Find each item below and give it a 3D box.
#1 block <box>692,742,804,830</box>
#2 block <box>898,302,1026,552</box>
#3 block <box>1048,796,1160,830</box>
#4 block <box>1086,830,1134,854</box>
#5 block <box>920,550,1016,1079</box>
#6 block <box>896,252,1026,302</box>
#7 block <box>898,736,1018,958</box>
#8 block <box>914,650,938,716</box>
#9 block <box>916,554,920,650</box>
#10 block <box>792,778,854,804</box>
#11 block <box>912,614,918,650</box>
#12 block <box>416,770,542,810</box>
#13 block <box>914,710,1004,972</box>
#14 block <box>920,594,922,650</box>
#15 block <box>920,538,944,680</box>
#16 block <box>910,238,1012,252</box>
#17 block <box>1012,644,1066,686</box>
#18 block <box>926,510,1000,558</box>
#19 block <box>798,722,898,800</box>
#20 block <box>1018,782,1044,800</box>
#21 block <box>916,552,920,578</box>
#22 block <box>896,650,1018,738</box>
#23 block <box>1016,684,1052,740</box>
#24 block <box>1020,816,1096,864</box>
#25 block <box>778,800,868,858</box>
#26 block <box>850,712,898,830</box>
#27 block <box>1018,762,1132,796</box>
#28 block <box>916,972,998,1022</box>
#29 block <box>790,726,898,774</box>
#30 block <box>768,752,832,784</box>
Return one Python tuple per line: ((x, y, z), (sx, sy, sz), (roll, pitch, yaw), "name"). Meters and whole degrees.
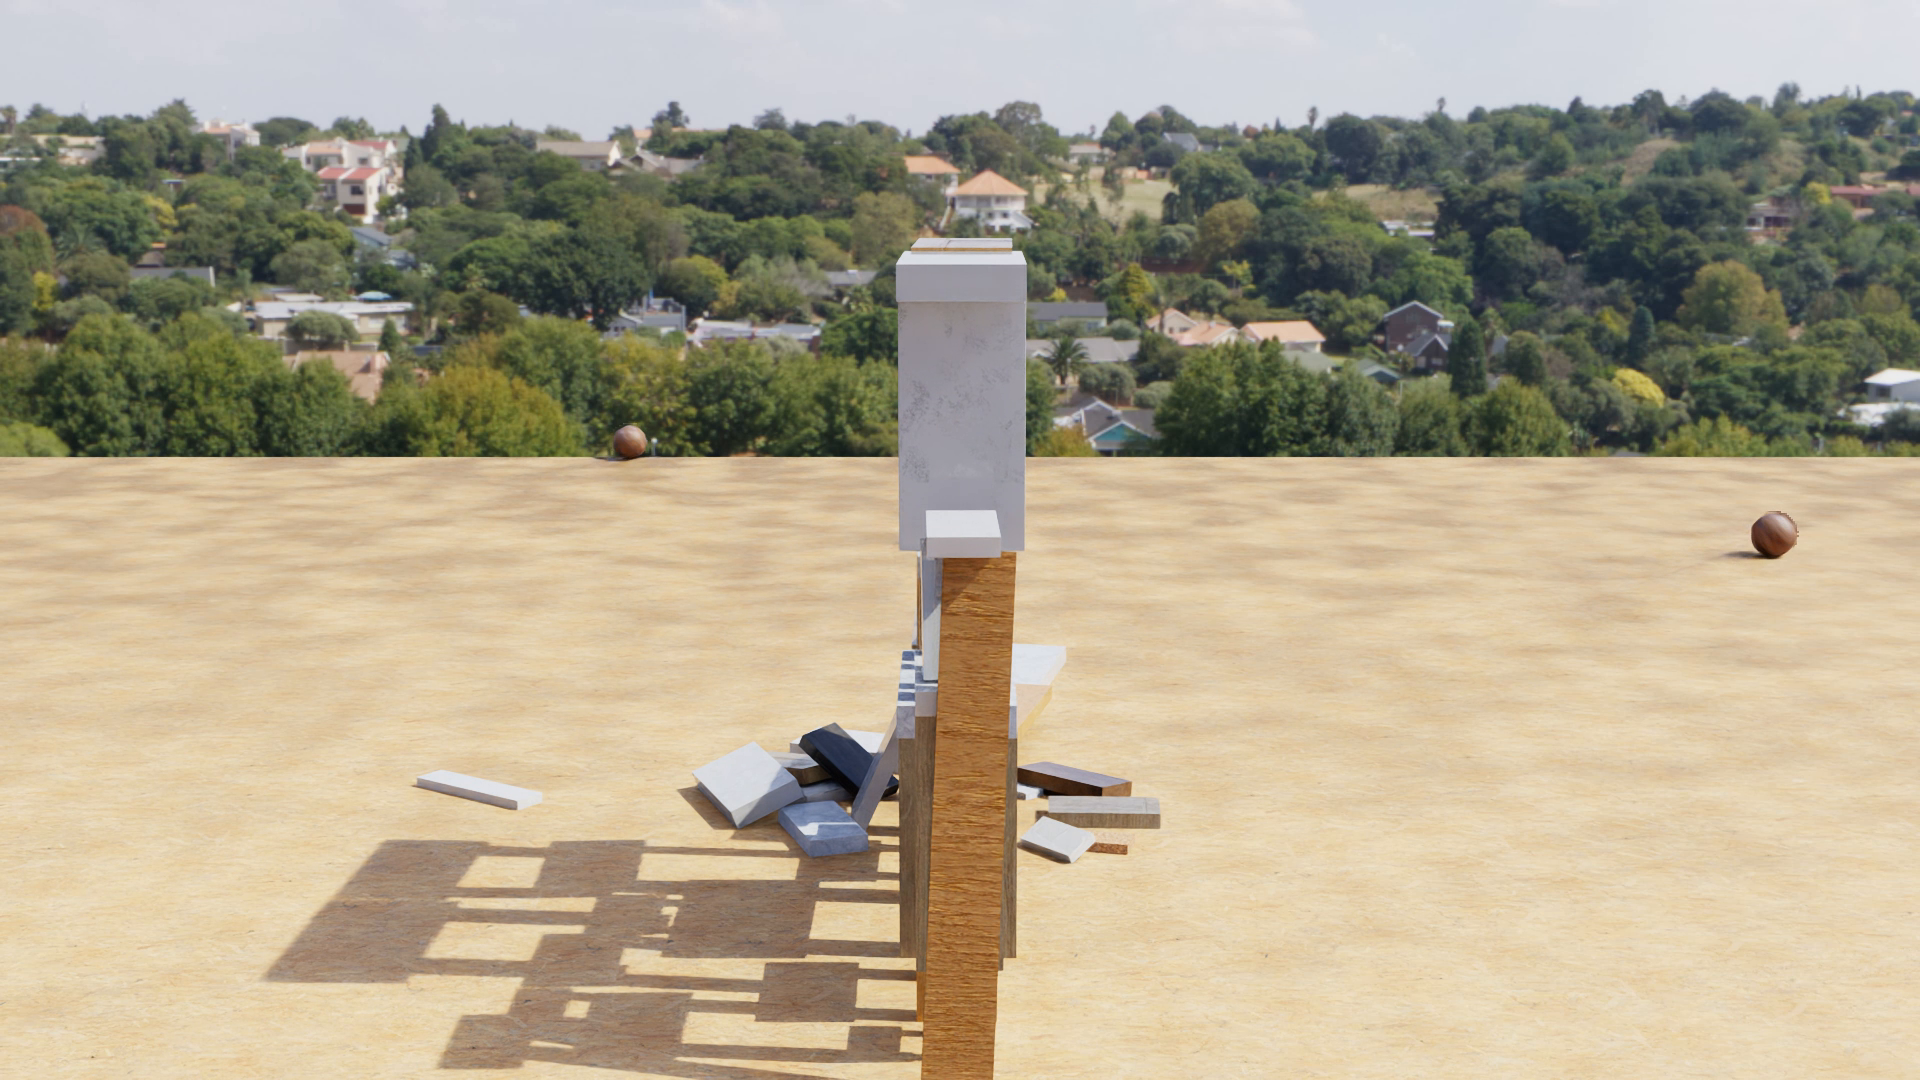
((-0.403, 0.459, 4.141), (0.135, 0.038, 0.270), (-26, 18, -16), "block")
((0.003, -0.165, 3.117), (0.179, 0.357, 0.051), (0, 10, 0), "block")
((0.266, 0.503, 4.060), (0.204, 0.029, 0.102), (0, 11, 3), "block")
((0.242, 0.536, 3.910), (0.128, 0.018, 0.064), (3, 11, 15), "block")
((0.010, 0.373, 2.868), (0.094, 0.719, 0.027), (2, 3, -1), "block")
((0.003, -0.383, 3.176), (0.179, 0.051, 0.357), (0, 10, 0), "block")
((-0.003, 0.462, 3.374), (0.180, 0.359, 0.051), (0, 11, 0), "block")
((-0.003, 0.193, 2.991), (0.118, 0.033, 0.236), (0, 11, -1), "block")
((0.001, 0.056, 3.550), (0.137, 0.274, 0.039), (-1, 11, -7), "block")
((-0.250, 0.475, 4.215), (0.187, 0.027, 0.094), (-10, 14, -42), "block")
((-0.005, 0.178, 4.022), (0.159, 0.045, 0.318), (0, 10, 0), "block")
((-0.924, 0.479, 4.219), (0.275, 0.018, 0.064), (7, 13, 34), "block")
((-0.001, 0.401, 2.948), (0.118, 0.361, 0.033), (0, 11, -1), "block")
((-0.004, 0.128, 3.299), (0.111, 0.221, 0.031), (0, 5, 0), "block")
((-0.004, 0.091, 2.927), (0.094, 0.188, 0.027), (-1, -1, -5), "block")
((0.006, -0.452, 3.508), (0.154, 0.044, 0.309), (0, 10, 1), "block")
((0.097, 0.348, 4.869), (0.135, 0.038, 0.866), (2, 11, 12), "block")
((0.003, -0.009, 2.875), (0.094, 0.027, 0.188), (0, 11, -1), "block")
((-0.211, 0.428, 4.205), (0.187, 0.027, 0.094), (40, 34, 25), "block")
((0.108, 0.479, 4.229), (0.049, 0.014, 0.098), (-10, 15, -43), "block")
((-0.007, 0.017, 3.201), (0.111, 0.031, 0.221), (0, 11, -1), "block")
((-0.005, 0.239, 3.455), (0.180, 0.051, 0.359), (0, 11, 0), "block")
((0.098, 0.369, 4.573), (0.102, 0.029, 0.455), (2, 11, 13), "block")
((0.172, 0.528, 3.878), (0.064, 0.018, 0.128), (-39, 31, -29), "block")
((-0.248, 0.519, 3.966), (0.107, 0.030, 0.213), (-4, 11, -19), "block")
((-0.143, 0.418, 4.029), (0.030, 0.213, 0.107), (24, 9, -6), "block")
((0.217, 0.464, 4.227), (0.204, 0.029, 0.102), (9, 7, 37), "block")
((-0.004, 0.572, 3.135), (0.115, 0.230, 0.033), (0, 10, 0), "block")
((-0.193, 0.426, 4.449), (0.270, 0.038, 0.135), (4, 11, 22), "block")
((-0.338, 0.443, 4.286), (0.107, 0.030, 0.233), (-10, 6, -43), "block")
